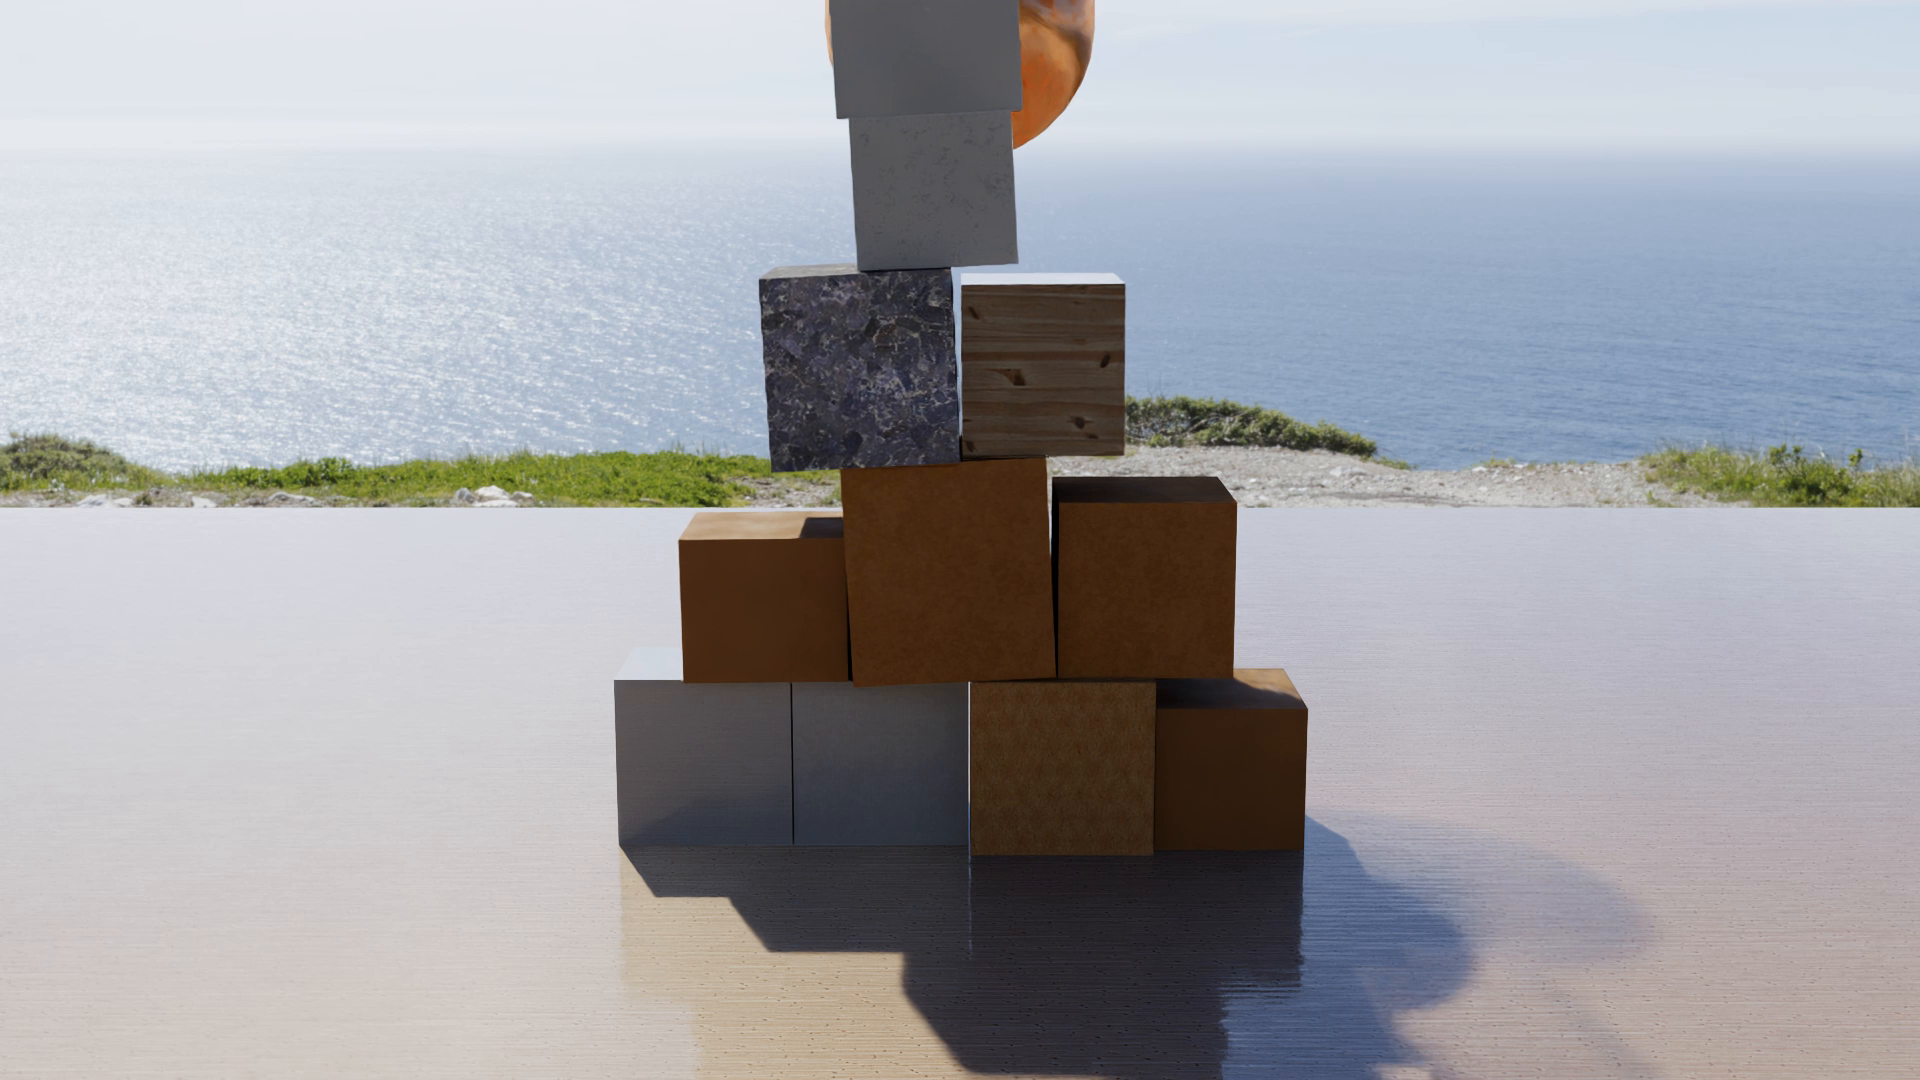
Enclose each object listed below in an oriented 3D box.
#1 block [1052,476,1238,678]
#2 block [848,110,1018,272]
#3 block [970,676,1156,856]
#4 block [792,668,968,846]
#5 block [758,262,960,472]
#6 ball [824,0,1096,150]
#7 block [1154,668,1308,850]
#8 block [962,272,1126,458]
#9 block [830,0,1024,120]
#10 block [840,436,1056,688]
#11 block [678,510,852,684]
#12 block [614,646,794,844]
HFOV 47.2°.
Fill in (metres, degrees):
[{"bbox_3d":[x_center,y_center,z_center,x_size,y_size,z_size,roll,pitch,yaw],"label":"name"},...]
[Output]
[{"bbox_3d":[0.917,0.174,11.221,0.870,0.879,0.856,0,10,0],"label":"block"},{"bbox_3d":[-0.125,-1.728,10.851,0.772,0.725,0.766,-3,10,1],"label":"block"},{"bbox_3d":[0.508,1.042,11.368,0.909,0.882,1.023,0,10,0],"label":"block"},{"bbox_3d":[-0.396,1.054,11.390,0.878,0.852,0.752,0,10,0],"label":"block"},{"bbox_3d":[-0.478,-0.896,11.005,0.911,0.929,1.024,-3,10,0],"label":"block"},{"bbox_3d":[0.000,-3.041,12.960,1.600,1.600,1.600,0,10,0],"label":"ball"},{"bbox_3d":[1.348,1.119,11.372,0.752,0.729,0.846,0,10,0],"label":"block"},{"bbox_3d":[0.401,-0.891,10.999,0.784,0.830,0.881,0,10,0],"label":"block"},{"bbox_3d":[-0.166,-2.504,10.735,0.888,0.844,0.769,-3,10,1],"label":"block"},{"bbox_3d":[-0.054,0.079,11.178,0.997,1.092,0.948,-3,10,1],"label":"block"},{"bbox_3d":[-0.967,0.278,11.211,0.819,0.724,0.771,-1,11,0],"label":"block"},{"bbox_3d":[-1.285,1.052,11.385,0.879,0.857,0.729,0,10,0],"label":"block"}]
